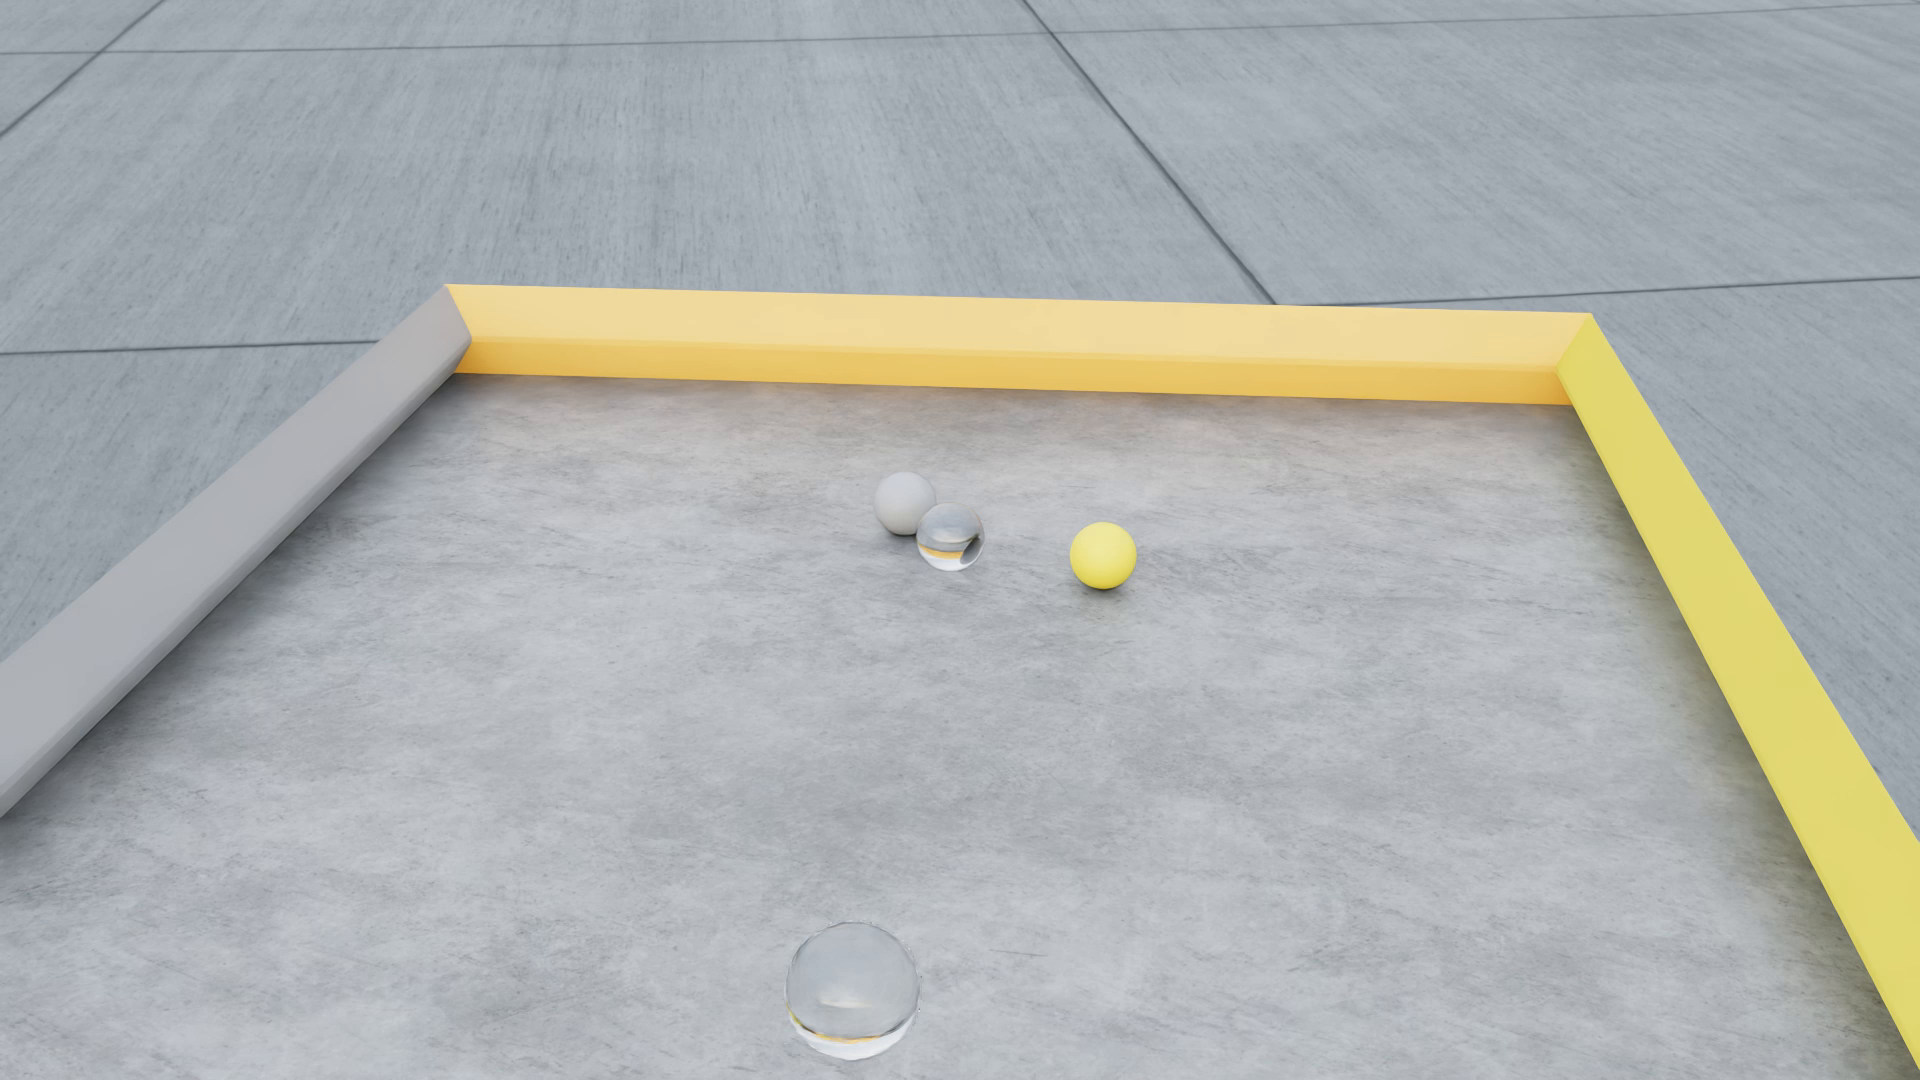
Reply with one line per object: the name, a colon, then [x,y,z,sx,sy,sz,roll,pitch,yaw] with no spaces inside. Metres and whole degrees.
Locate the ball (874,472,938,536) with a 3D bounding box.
ball: [-0.060,-0.040,2.421,0.070,0.070,0.070,0,22,0]

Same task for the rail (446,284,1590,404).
rail: [0.057,-0.250,2.872,1.501,0.121,0.045,2,22,5]

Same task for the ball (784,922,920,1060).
ball: [-0.074,0.311,1.516,0.093,0.093,0.093,0,22,0]

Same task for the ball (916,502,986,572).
ball: [-0.010,-0.003,2.325,0.074,0.074,0.074,0,22,0]

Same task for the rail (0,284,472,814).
rail: [-0.783,0.185,1.788,0.045,0.121,2.529,2,22,5]

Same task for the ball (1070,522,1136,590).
ball: [0.149,0.016,2.281,0.070,0.070,0.070,0,22,0]

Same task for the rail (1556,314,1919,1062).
rail: [0.664,0.236,1.662,0.045,0.121,2.529,2,22,5]
